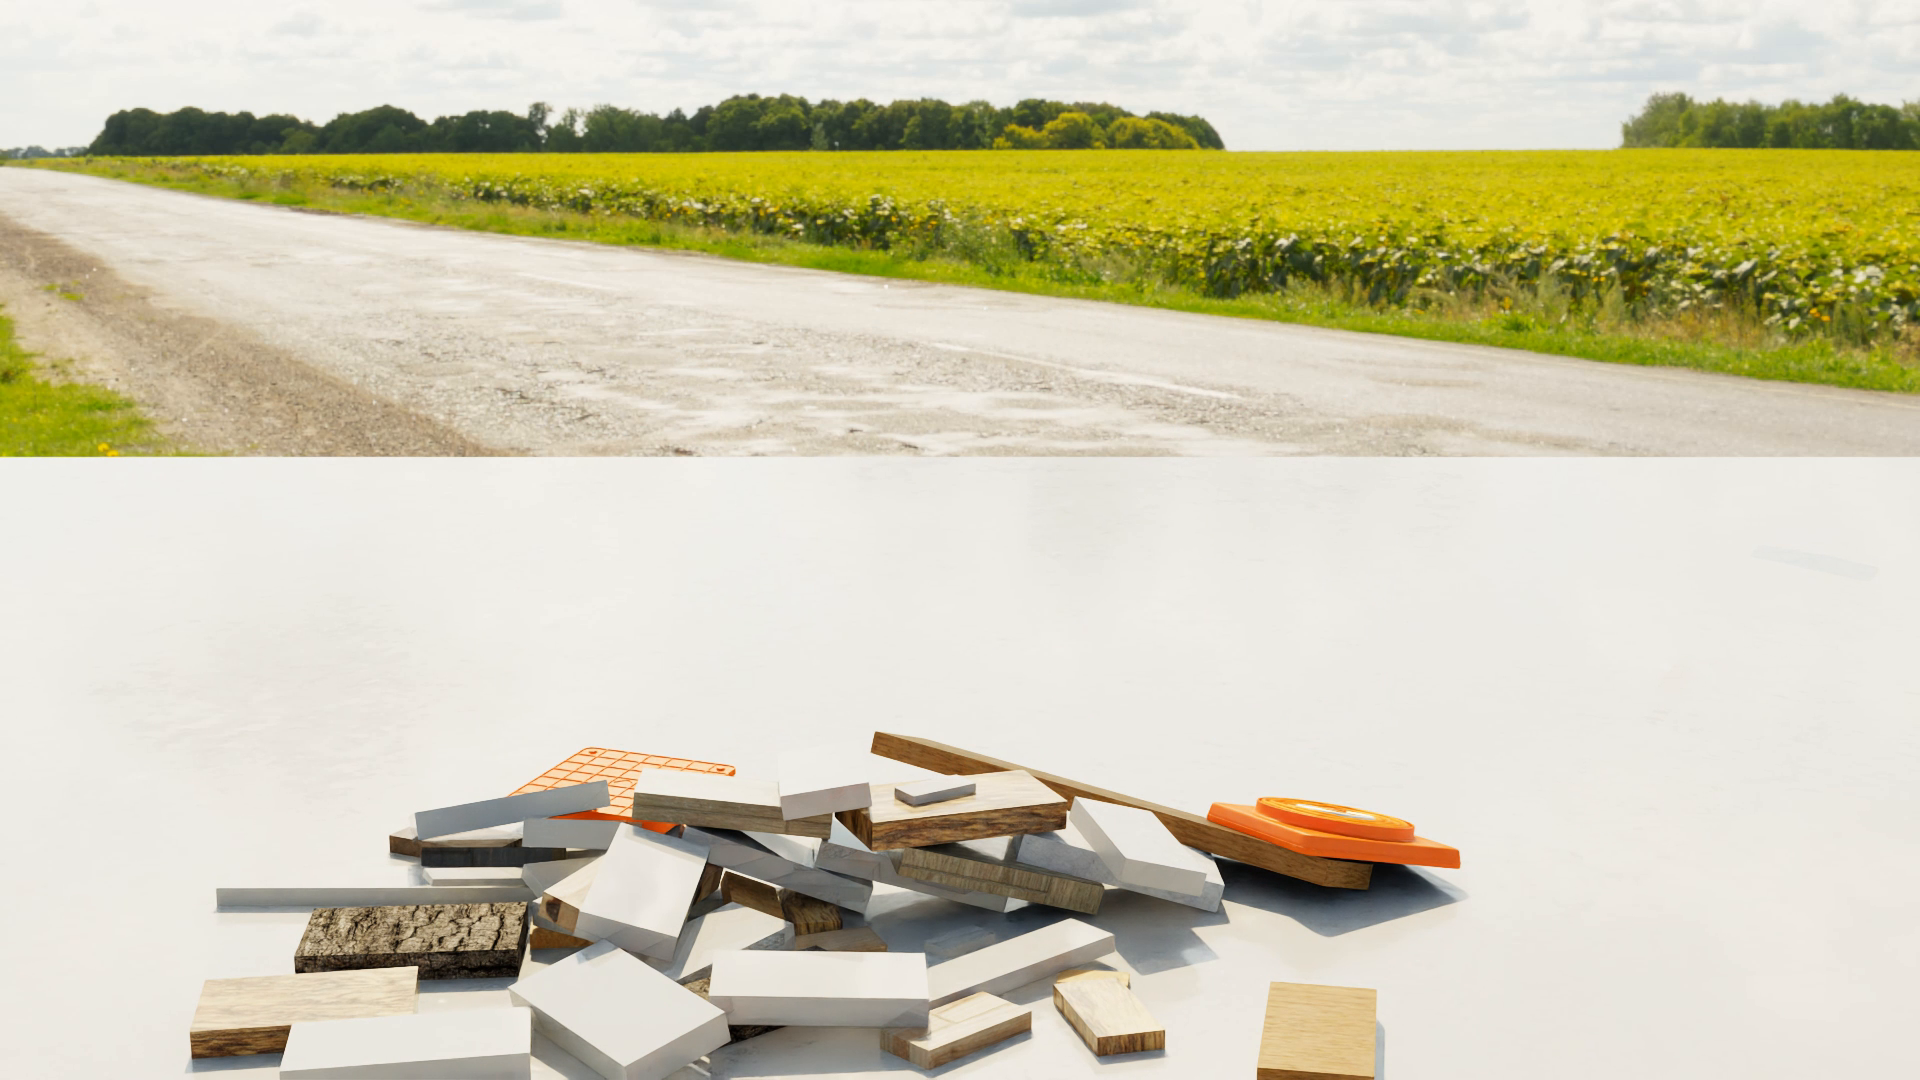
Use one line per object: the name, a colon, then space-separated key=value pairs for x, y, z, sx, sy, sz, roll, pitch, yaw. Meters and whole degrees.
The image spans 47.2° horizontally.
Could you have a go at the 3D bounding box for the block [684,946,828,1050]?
block: x=-0.278 y=0.659 z=3.186 sx=0.284 sy=0.040 sz=0.141 roll=-9 pitch=14 yaw=-40

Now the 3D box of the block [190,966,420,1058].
block: x=-0.920 y=0.665 z=3.104 sx=0.296 sy=0.042 sz=0.148 roll=-2 pitch=17 yaw=-10

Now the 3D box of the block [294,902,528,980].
block: x=-0.834 y=0.615 z=3.364 sx=0.327 sy=0.046 sz=0.163 roll=-1 pitch=16 yaw=-5

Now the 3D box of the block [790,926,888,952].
block: x=-0.209 y=0.631 z=3.381 sx=0.176 sy=0.025 sz=0.088 roll=-4 pitch=11 yaw=-21

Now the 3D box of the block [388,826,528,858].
block: x=-0.884 y=0.535 z=3.878 sx=0.220 sy=0.031 sz=0.110 roll=5 pitch=12 yaw=26

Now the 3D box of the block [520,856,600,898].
block: x=-0.624 y=0.561 z=3.624 sx=0.176 sy=0.025 sz=0.088 roll=0 pitch=27 yaw=-41

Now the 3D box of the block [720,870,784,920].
block: x=-0.335 y=0.585 z=3.540 sx=0.088 sy=0.025 sz=0.175 roll=21 pitch=6 yaw=-13

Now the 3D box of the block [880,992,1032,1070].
block: x=-0.005 y=0.685 z=3.079 sx=0.199 sy=0.028 sz=0.099 roll=-10 pitch=14 yaw=-43

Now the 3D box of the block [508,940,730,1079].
block: x=-0.477 y=0.658 z=3.058 sx=0.161 sy=0.046 sz=0.321 roll=-23 pitch=24 yaw=-34

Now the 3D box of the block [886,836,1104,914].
block: x=0.051 y=0.527 z=3.590 sx=0.338 sy=0.048 sz=0.169 roll=13 pitch=9 yaw=-14

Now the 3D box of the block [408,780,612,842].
block: x=-0.782 y=0.470 z=3.817 sx=0.327 sy=0.046 sz=0.163 roll=-8 pitch=-6 yaw=-18

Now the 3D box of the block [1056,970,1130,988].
block: x=0.198 y=0.657 z=3.269 sx=0.104 sy=0.015 sz=0.052 roll=1 pitch=11 yaw=7

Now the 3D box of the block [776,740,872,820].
block: x=-0.223 y=0.388 z=3.577 sx=0.140 sy=0.040 sz=0.281 roll=-9 pitch=9 yaw=-4

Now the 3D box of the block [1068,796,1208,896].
block: x=0.286 y=0.497 z=3.583 sx=0.140 sy=0.040 sz=0.281 roll=13 pitch=10 yaw=-17

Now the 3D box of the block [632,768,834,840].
block: x=-0.368 y=0.429 z=3.594 sx=0.319 sy=0.045 sz=0.159 roll=6 pitch=8 yaw=-4

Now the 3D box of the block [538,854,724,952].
block: x=-0.508 y=0.545 z=3.427 sx=0.148 sy=0.042 sz=0.296 roll=22 pitch=20 yaw=18

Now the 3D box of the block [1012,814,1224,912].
block: x=0.259 y=0.525 z=3.645 sx=0.338 sy=0.048 sz=0.169 roll=15 pitch=10 yaw=-4

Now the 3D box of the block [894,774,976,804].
block: x=-0.040 y=0.405 z=3.573 sx=0.127 sy=0.015 sz=0.052 roll=-7 pitch=15 yaw=-37

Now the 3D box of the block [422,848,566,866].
block: x=-0.786 y=0.535 z=3.714 sx=0.220 sy=0.031 sz=0.110 roll=0 pitch=-8 yaw=2

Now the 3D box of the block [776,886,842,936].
block: x=-0.245 y=0.599 z=3.552 sx=0.088 sy=0.025 sz=0.176 roll=-2 pitch=11 yaw=-11

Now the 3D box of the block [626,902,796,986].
block: x=-0.398 y=0.625 z=3.289 sx=0.141 sy=0.040 sz=0.283 roll=10 pitch=20 yaw=42

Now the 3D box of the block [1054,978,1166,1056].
block: x=0.210 y=0.676 z=3.127 sx=0.099 sy=0.028 sz=0.199 roll=-3 pitch=11 yaw=-15

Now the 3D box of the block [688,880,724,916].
block: x=-0.464 y=0.591 z=3.595 sx=0.176 sy=0.025 sz=0.088 roll=-3 pitch=11 yaw=-17

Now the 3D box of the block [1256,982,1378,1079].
block: x=0.493 y=0.688 z=3.021 sx=0.152 sy=0.043 sz=0.303 roll=2 pitch=11 yaw=11

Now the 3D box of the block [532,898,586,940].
block: x=-0.537 y=0.569 z=3.521 sx=0.141 sy=0.040 sz=0.283 roll=8 pitch=13 yaw=28

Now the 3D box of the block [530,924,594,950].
block: x=-0.587 y=0.614 z=3.472 sx=0.176 sy=0.025 sz=0.088 roll=-1 pitch=11 yaw=-8

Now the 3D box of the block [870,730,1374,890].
block: x=0.260 y=0.476 z=3.952 sx=1.010 sy=0.043 sz=0.152 roll=11 pitch=-2 yaw=40

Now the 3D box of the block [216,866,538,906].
block: x=-0.957 y=0.576 z=3.661 sx=0.526 sy=0.031 sz=0.110 roll=0 pitch=11 yaw=0

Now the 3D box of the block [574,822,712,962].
block: x=-0.480 y=0.533 z=3.354 sx=0.148 sy=0.042 sz=0.296 roll=15 pitch=19 yaw=-2

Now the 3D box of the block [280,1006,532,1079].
block: x=-0.745 y=0.695 z=2.978 sx=0.321 sy=0.046 sz=0.161 roll=-2 pitch=11 yaw=-10

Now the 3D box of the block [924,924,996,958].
block: x=-0.001 y=0.626 z=3.432 sx=0.104 sy=0.015 sz=0.052 roll=-10 pitch=15 yaw=-43

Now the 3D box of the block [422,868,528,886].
block: x=-0.733 y=0.553 z=3.616 sx=0.293 sy=0.013 sz=0.046 roll=5 pitch=12 yaw=-33

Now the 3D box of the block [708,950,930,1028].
block: x=-0.199 y=0.633 z=3.110 sx=0.303 sy=0.043 sz=0.152 roll=2 pitch=13 yaw=-4

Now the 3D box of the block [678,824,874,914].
block: x=-0.303 y=0.518 z=3.607 sx=0.319 sy=0.045 sz=0.159 roll=19 pitch=6 yaw=-7

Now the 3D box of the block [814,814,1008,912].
block: x=-0.081 y=0.531 z=3.636 sx=0.319 sy=0.045 sz=0.159 roll=15 pitch=9 yaw=-6

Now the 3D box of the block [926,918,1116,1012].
block: x=0.049 y=0.640 z=3.268 sx=0.400 sy=0.028 sz=0.099 roll=-11 pitch=14 yaw=-38

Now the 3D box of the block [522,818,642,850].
block: x=-0.637 y=0.499 z=3.735 sx=0.163 sy=0.046 sz=0.327 roll=2 pitch=-8 yaw=-3

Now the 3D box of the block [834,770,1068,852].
block: x=-0.015 y=0.438 z=3.576 sx=0.338 sy=0.048 sz=0.169 roll=-3 pitch=13 yaw=-23
